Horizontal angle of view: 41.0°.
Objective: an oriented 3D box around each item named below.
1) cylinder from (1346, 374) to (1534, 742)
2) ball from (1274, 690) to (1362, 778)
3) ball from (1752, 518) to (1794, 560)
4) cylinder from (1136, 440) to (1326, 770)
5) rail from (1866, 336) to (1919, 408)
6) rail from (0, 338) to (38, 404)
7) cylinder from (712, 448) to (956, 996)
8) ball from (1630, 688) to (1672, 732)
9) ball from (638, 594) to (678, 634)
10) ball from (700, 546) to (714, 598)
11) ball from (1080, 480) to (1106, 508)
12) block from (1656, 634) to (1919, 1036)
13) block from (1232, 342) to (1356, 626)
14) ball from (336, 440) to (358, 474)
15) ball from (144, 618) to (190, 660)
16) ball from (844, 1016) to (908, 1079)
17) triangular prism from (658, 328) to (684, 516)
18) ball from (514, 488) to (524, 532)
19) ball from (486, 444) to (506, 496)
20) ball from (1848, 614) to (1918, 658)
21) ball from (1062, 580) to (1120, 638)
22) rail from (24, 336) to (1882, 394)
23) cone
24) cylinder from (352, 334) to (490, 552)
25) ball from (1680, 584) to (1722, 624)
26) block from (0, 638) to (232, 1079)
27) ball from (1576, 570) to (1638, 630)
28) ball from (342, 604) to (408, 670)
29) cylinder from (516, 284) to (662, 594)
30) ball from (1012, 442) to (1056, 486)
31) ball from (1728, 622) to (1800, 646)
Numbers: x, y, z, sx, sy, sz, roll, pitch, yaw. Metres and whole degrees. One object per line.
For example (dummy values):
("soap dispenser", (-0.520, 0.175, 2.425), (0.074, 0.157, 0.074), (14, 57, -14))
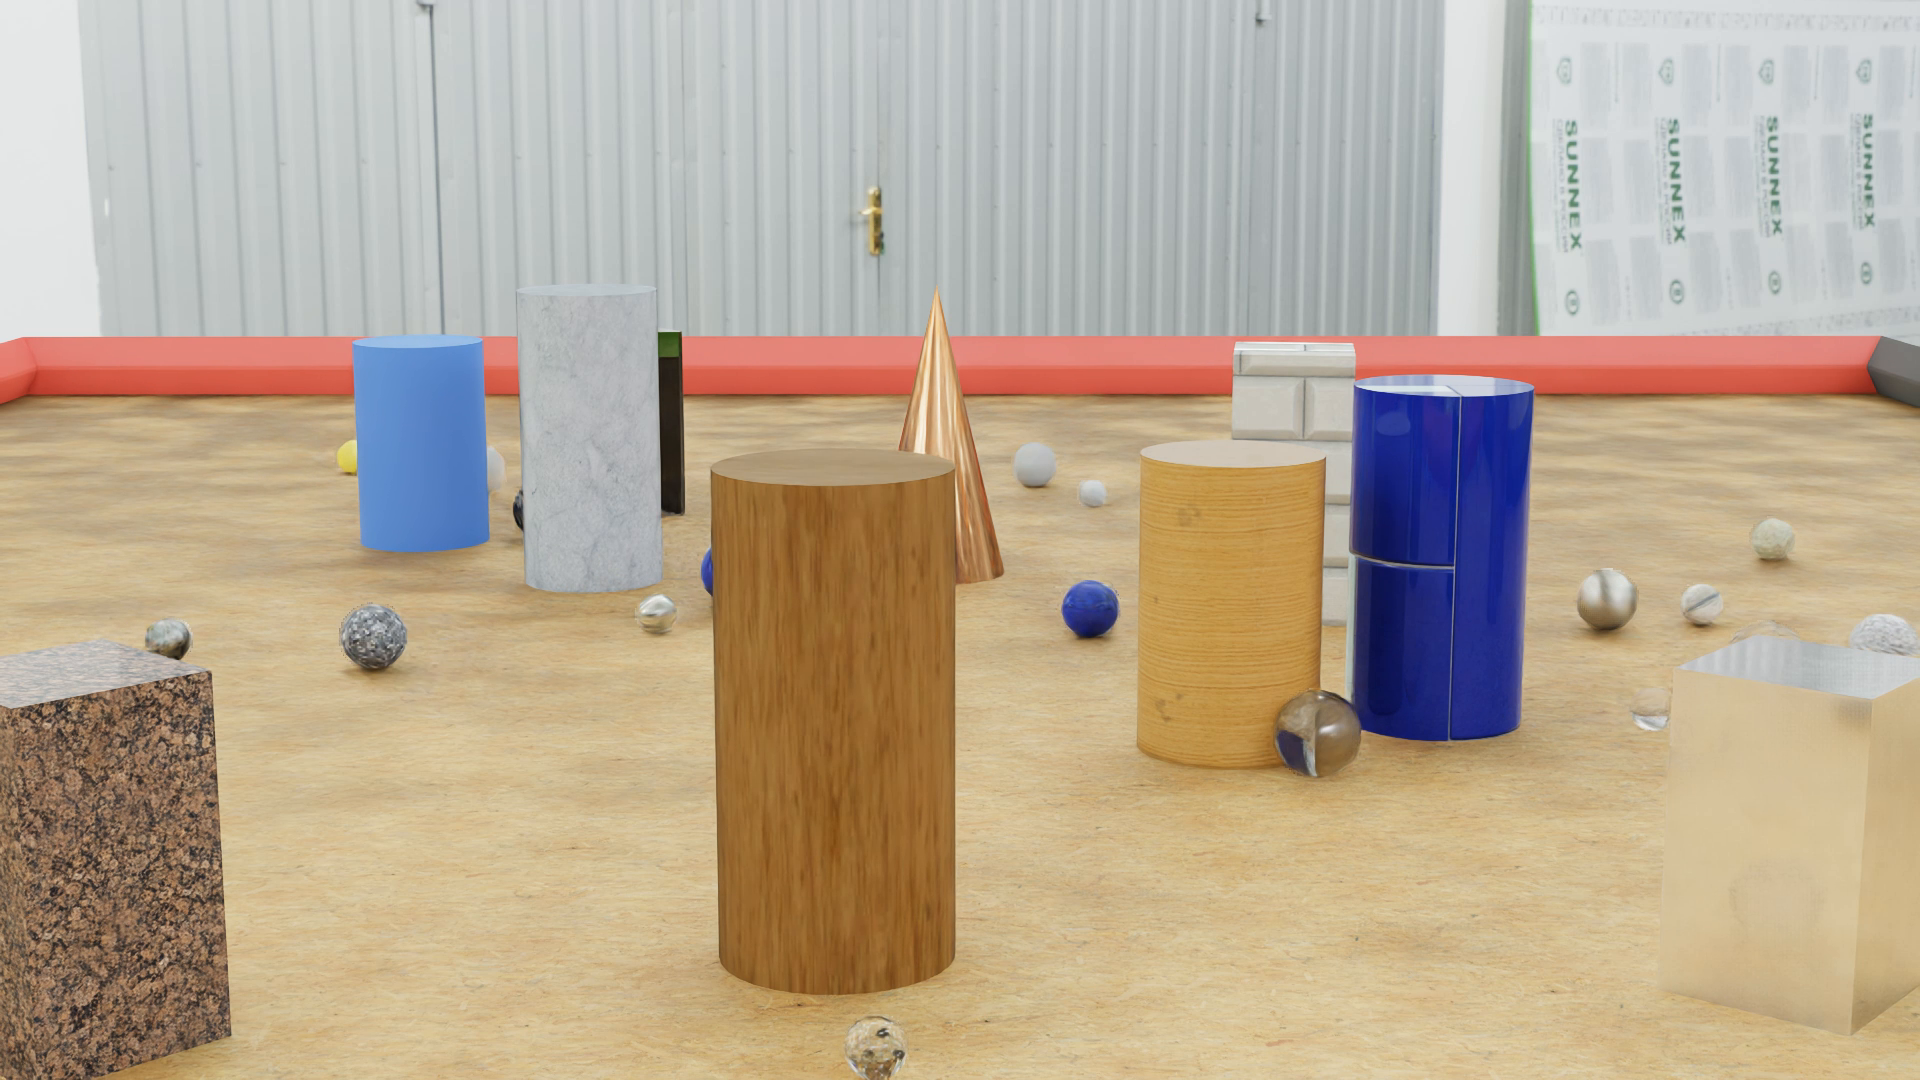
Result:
("cylinder", (0.532, 0.016, 2.858), (0.196, 0.379, 0.196), (0, 11, 0))
("ball", (0.370, 0.200, 2.653), (0.090, 0.090, 0.090), (0, 11, 0))
("ball", (1.209, -0.001, 3.814), (0.062, 0.062, 0.062), (0, 11, 0))
("cylinder", (0.289, 0.065, 2.750), (0.196, 0.320, 0.196), (0, 11, 0))
("rail", (2.052, 0.031, 3.461), (0.045, 0.127, 4.655), (0, 11, 0))
("rail", (-2.052, 0.035, 3.437), (0.045, 0.127, 4.655), (0, 11, 0))
("cylinder", (-0.102, 0.142, 2.093), (0.196, 0.409, 0.196), (0, 11, 0))
("ball", (0.766, 0.187, 2.839), (0.048, 0.048, 0.048), (0, 11, 0))
("ball", (-0.392, 0.096, 3.326), (0.051, 0.051, 0.051), (0, 11, 0))
("ball", (-0.303, 0.042, 3.486), (0.098, 0.098, 0.098), (0, 11, 0))
("ball", (0.221, -0.077, 4.273), (0.046, 0.046, 0.046), (0, 11, 0))
("block", (0.667, 0.227, 2.032), (0.157, 0.263, 0.157), (9, 14, 39))
("block", (0.442, -0.077, 3.421), (0.157, 0.356, 0.157), (1, 11, 7))
("ball", (-1.093, -0.149, 4.626), (0.059, 0.059, 0.059), (0, 11, 0))
("ball", (-0.976, 0.124, 3.161), (0.055, 0.055, 0.055), (0, 11, 0))
("ball", (-0.061, 0.369, 1.863), (0.047, 0.047, 0.047), (0, 11, 0))
("triangular prism", (-0.543, -0.199, 4.224), (0.170, 0.302, 0.147), (-1, 11, -7))
("ball", (-0.644, -0.048, 3.978), (0.096, 0.096, 0.096), (0, 11, 0))
("ball", (-0.819, -0.118, 4.367), (0.092, 0.092, 0.092), (0, 11, 0))
("ball", (1.106, 0.128, 3.072), (0.079, 0.079, 0.079), (0, 11, 0))
("ball", (0.168, 0.088, 3.302), (0.074, 0.074, 0.074), (0, 11, 0))
("rail", (-0.013, -0.387, 5.714), (4.151, 0.127, 0.045), (0, 11, 0))
("cone", (-0.033, -0.160, 3.695), (0.196, 0.418, 0.196), (0, 11, 0))
("cylinder", (-0.829, -0.152, 3.951), (0.196, 0.310, 0.196), (0, 11, 0))
("ball", (0.977, 0.084, 3.378), (0.054, 0.054, 0.054), (0, 11, 0))
("block", (-0.664, 0.237, 1.918), (0.157, 0.285, 0.157), (9, 14, 42))
("ball", (0.842, 0.079, 3.341), (0.078, 0.078, 0.078), (0, 11, 0))
("ball", (-0.714, 0.118, 3.128), (0.079, 0.079, 0.079), (0, 11, 0))
("cylinder", (-0.524, -0.148, 3.640), (0.196, 0.415, 0.196), (0, 11, 0))
("ball", (0.130, -0.131, 4.477), (0.078, 0.078, 0.078), (0, 11, 0))
("ball", (0.930, 0.142, 2.958), (0.094, 0.094, 0.094), (0, 11, 0))
